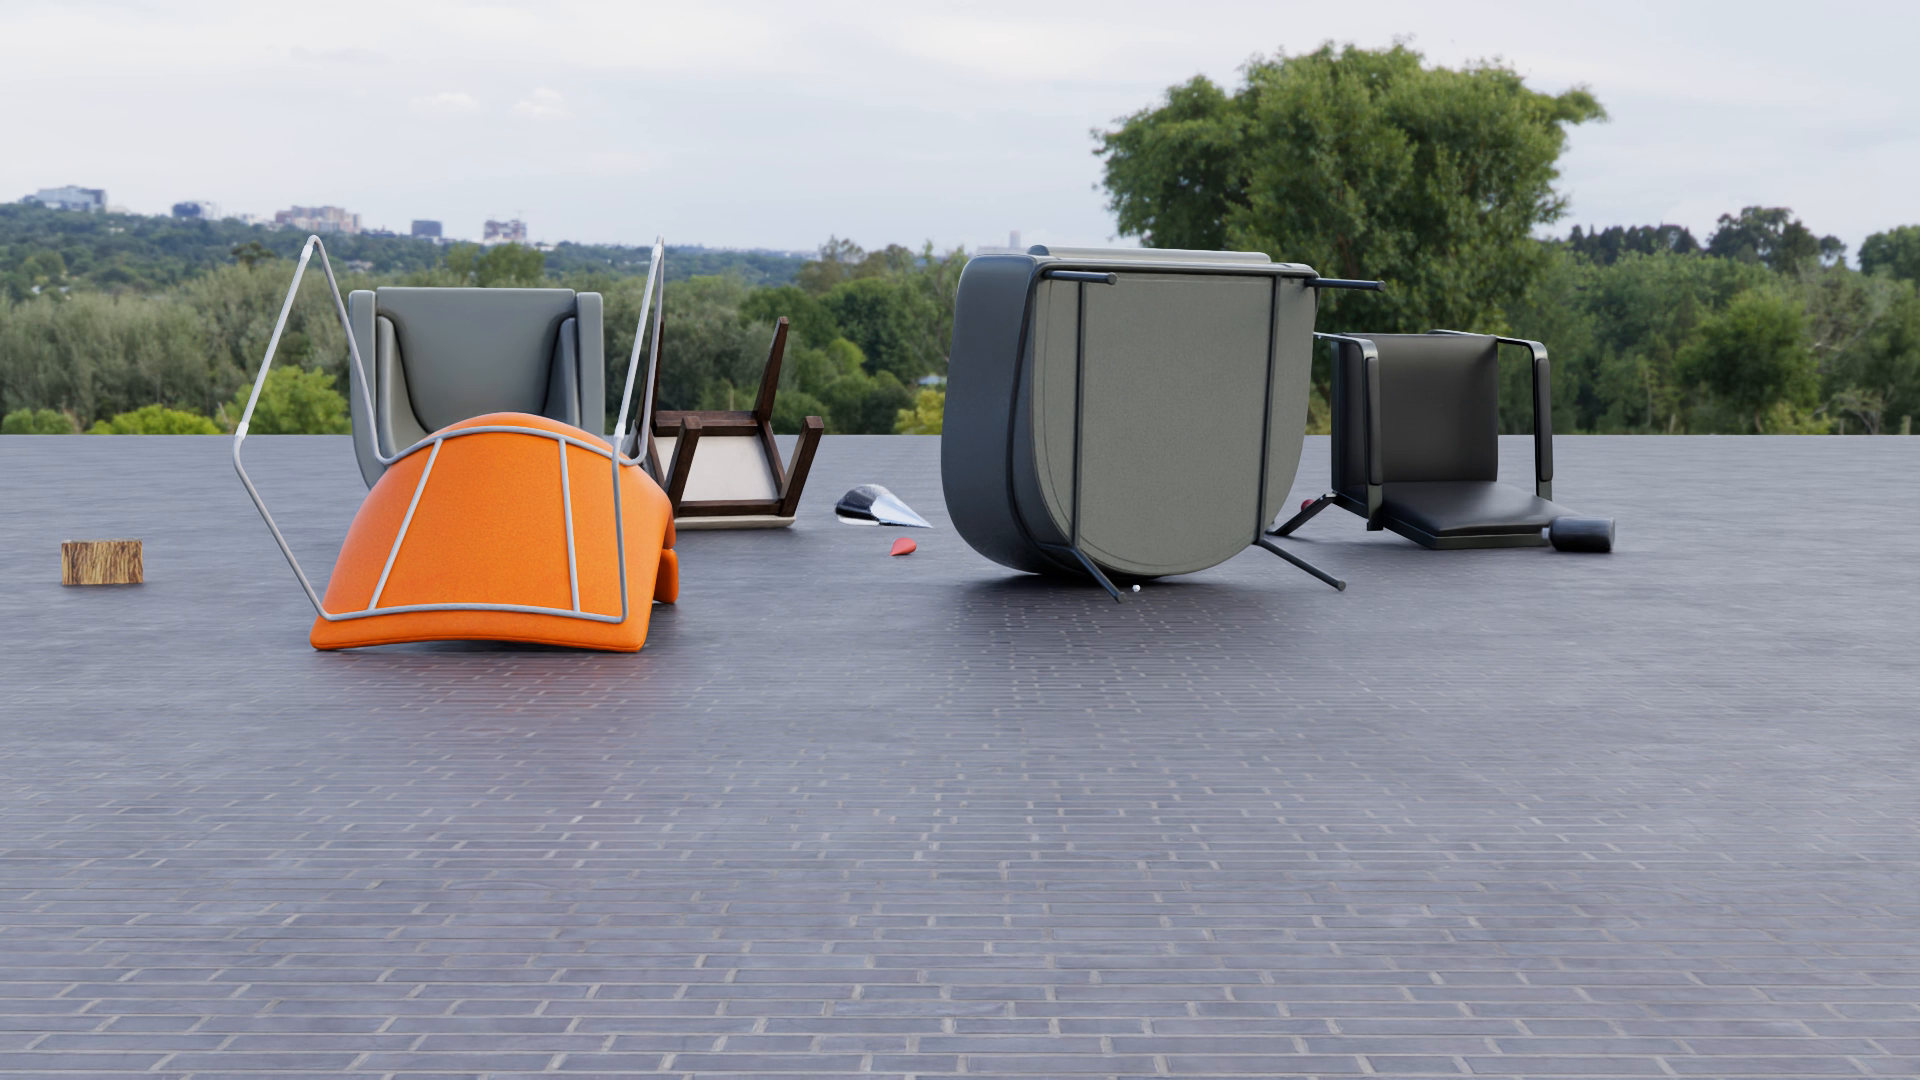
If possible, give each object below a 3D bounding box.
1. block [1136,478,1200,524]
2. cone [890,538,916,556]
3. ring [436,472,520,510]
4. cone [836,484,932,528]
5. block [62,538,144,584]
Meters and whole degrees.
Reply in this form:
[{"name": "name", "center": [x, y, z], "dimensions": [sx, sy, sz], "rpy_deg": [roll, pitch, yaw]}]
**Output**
[{"name": "block", "center": [0.700, -0.130, 7.380], "dimensions": [0.168, 0.146, 0.126], "rpy_deg": [4, 5, 44]}, {"name": "cone", "center": [-0.170, 0.029, 5.959], "dimensions": [0.075, 0.047, 0.081], "rpy_deg": [-4, 18, 32]}, {"name": "ring", "center": [-1.806, -0.182, 8.242], "dimensions": [0.330, 0.133, 0.262], "rpy_deg": [3, 3, 16]}, {"name": "cone", "center": [-0.202, -0.078, 7.202], "dimensions": [0.308, 0.134, 0.274], "rpy_deg": [18, 19, 36]}, {"name": "block", "center": [-1.999, 0.049, 5.129], "dimensions": [0.173, 0.096, 0.116], "rpy_deg": [-1, 4, -20]}]
